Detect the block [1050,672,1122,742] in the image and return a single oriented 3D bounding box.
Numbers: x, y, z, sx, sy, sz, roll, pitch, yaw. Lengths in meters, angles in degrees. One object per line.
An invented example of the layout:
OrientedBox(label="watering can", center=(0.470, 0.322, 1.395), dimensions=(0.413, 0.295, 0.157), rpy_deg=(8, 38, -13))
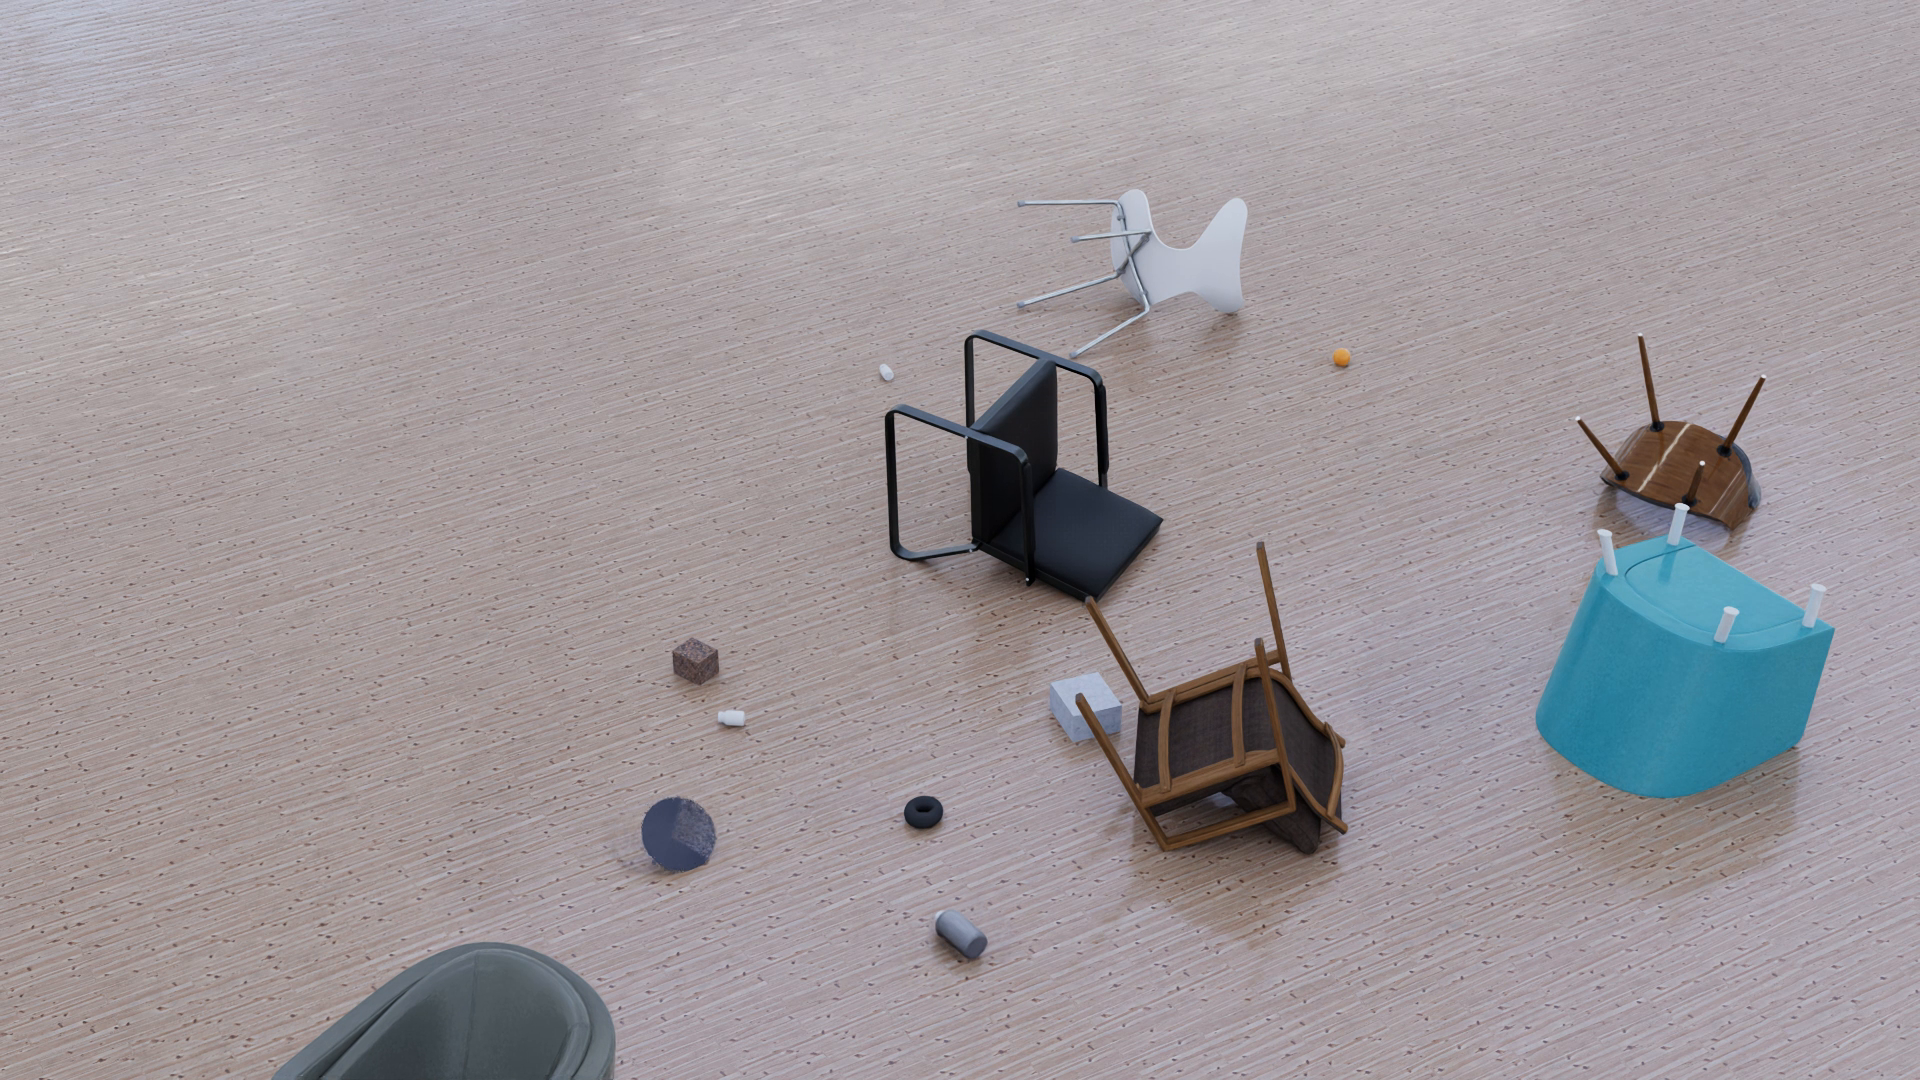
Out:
OrientedBox(label="block", center=(0.427, 0.568, 9.982), dimensions=(0.177, 0.110, 0.205), rpy_deg=(-12, 35, -17))

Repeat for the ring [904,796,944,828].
OrientedBox(label="ring", center=(-0.119, 0.886, 9.550), dimensions=(0.124, 0.055, 0.137), rpy_deg=(21, 37, 26))

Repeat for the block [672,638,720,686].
OrientedBox(label="block", center=(-0.920, 0.423, 10.214), dimensions=(0.122, 0.097, 0.101), rpy_deg=(23, 40, 31))

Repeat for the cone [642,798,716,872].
OrientedBox(label="cone", center=(-0.924, 0.954, 9.416), dimensions=(0.250, 0.131, 0.236), rpy_deg=(17, 70, -20))
